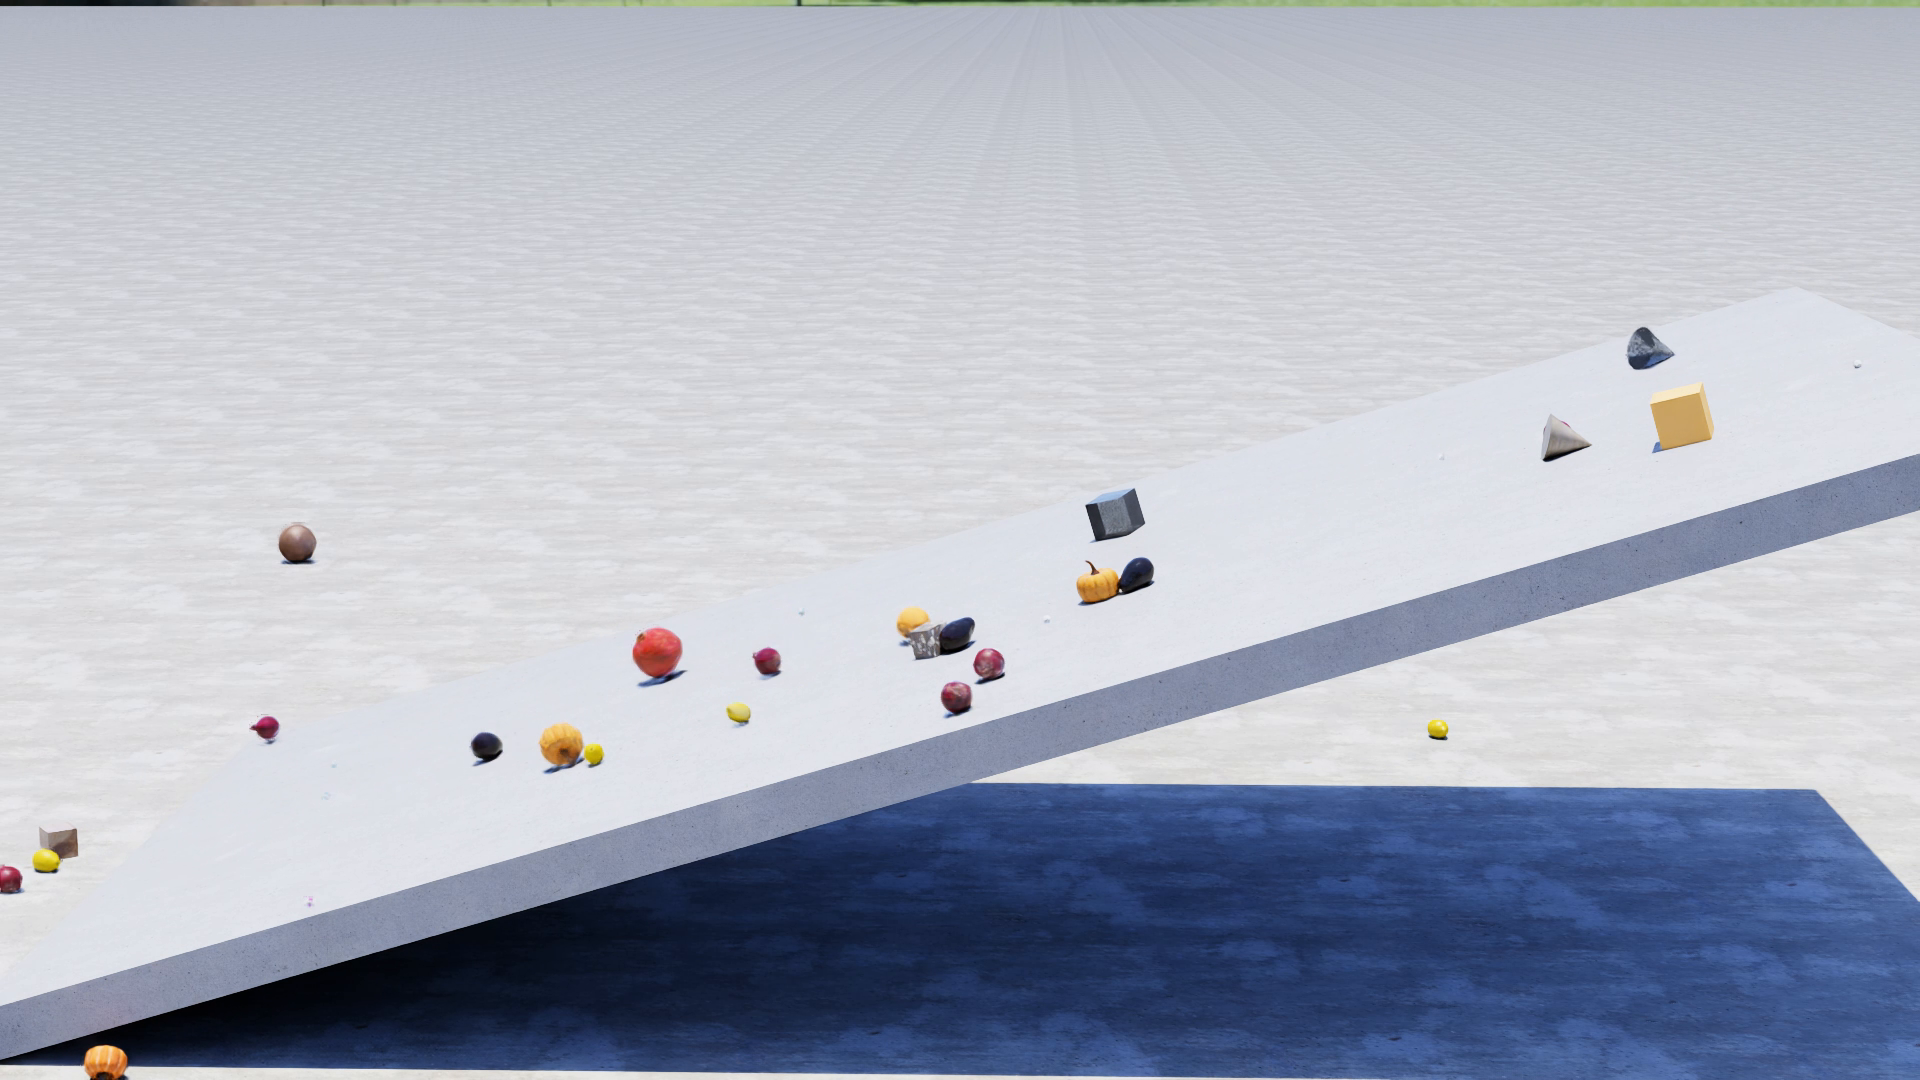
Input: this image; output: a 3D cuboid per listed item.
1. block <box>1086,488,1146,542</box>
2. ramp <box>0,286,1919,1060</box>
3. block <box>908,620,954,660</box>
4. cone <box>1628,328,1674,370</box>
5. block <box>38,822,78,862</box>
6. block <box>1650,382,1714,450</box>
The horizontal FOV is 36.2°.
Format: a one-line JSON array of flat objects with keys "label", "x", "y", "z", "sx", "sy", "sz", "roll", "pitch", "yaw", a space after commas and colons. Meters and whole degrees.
[{"label": "block", "x": 0.352, "y": -0.058, "z": 6.661, "sx": 0.087, "sy": 0.087, "sz": 0.087, "roll": -11, "pitch": 12, "yaw": 33}, {"label": "ramp", "x": 0.094, "y": 0.185, "z": 6.316, "sx": 4.000, "sy": 0.100, "sz": 2.000, "roll": -16, "pitch": 10, "yaw": 5}, {"label": "block", "x": -0.060, "y": 0.205, "z": 6.015, "sx": 0.058, "sy": 0.058, "sz": 0.058, "roll": -8, "pitch": 14, "yaw": 42}, {"label": "cone", "x": 1.593, "y": -0.430, "z": 6.715, "sx": 0.098, "sy": 0.098, "sz": 0.098, "roll": 8, "pitch": 7, "yaw": -23}, {"label": "block", "x": -2.088, "y": 0.698, "z": 6.814, "sx": 0.067, "sy": 0.067, "sz": 0.067, "roll": -7, "pitch": 13, "yaw": -34}, {"label": "block", "x": 1.432, "y": -0.246, "z": 5.833, "sx": 0.097, "sy": 0.097, "sz": 0.097, "roll": -13, "pitch": 11, "yaw": 21}]
